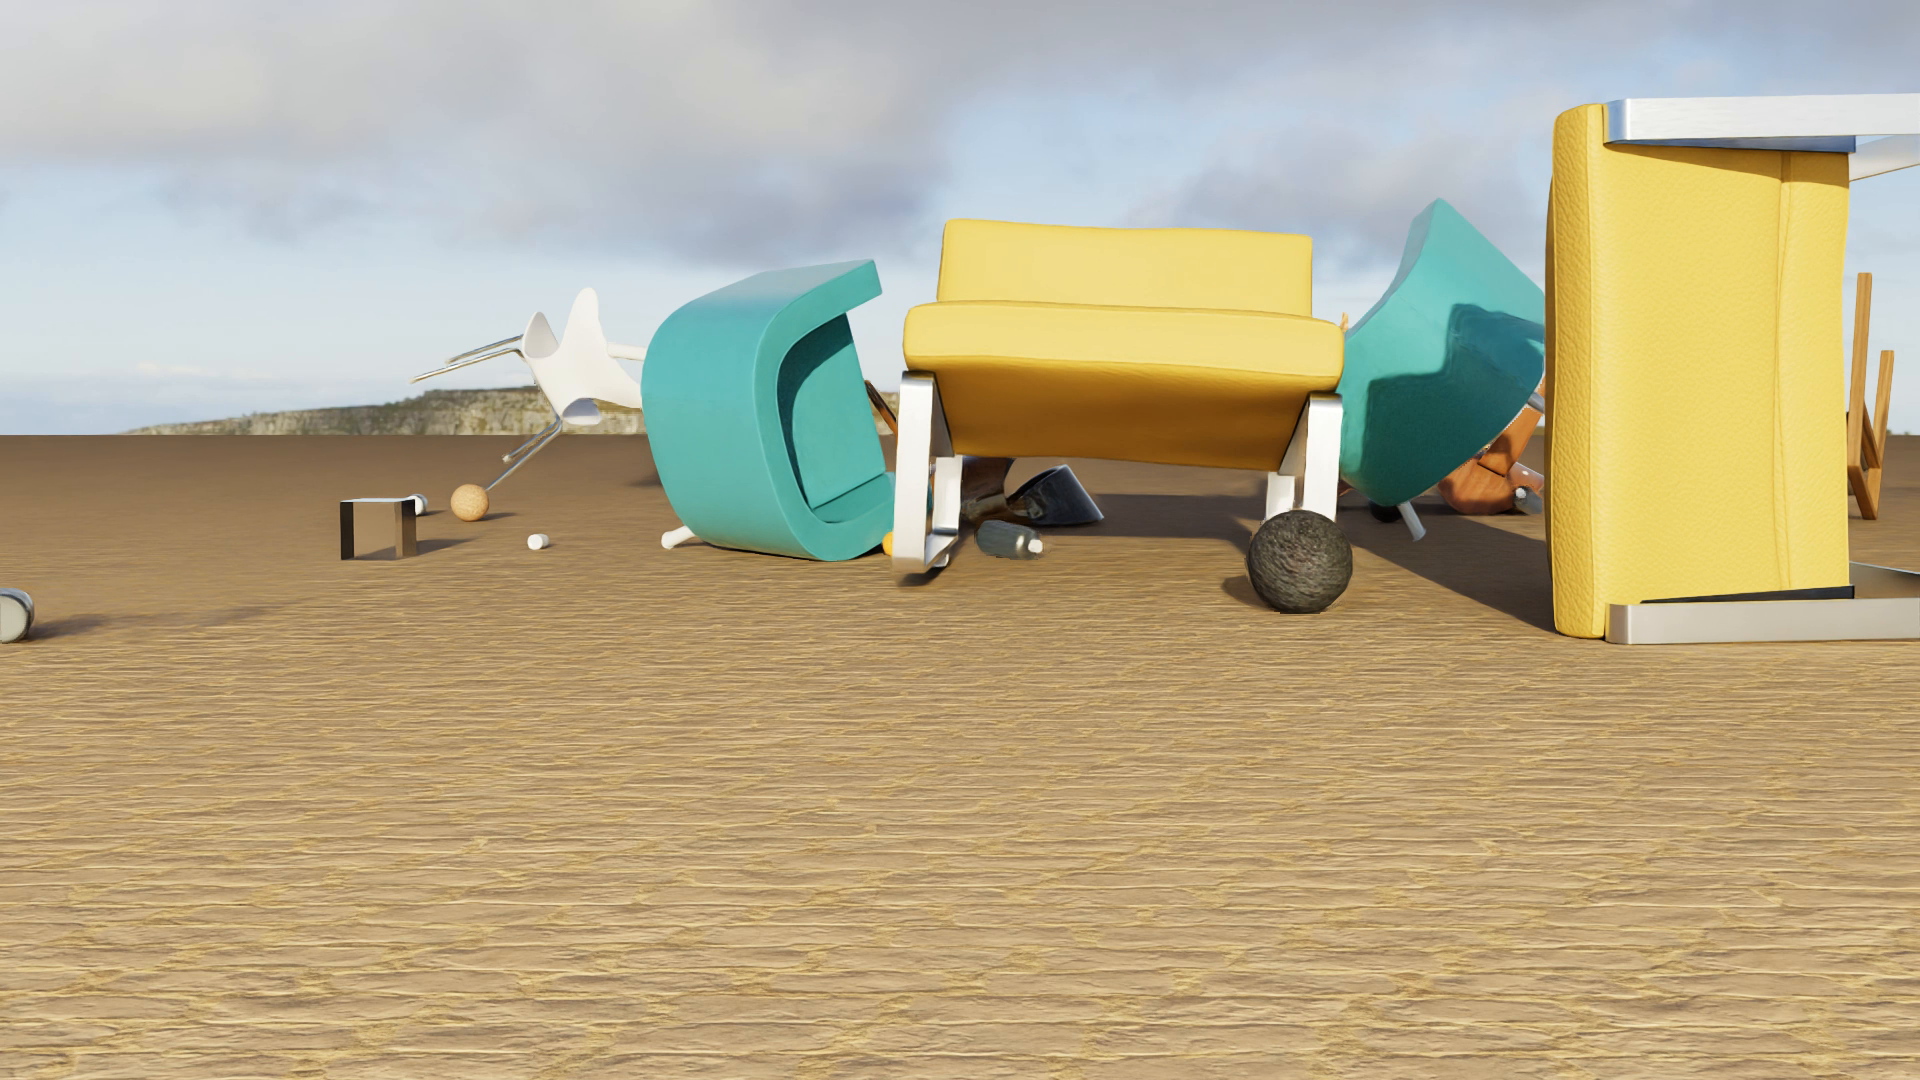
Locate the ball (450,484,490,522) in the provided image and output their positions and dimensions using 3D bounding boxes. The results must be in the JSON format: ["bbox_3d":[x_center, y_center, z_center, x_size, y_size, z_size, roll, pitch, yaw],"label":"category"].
[{"bbox_3d":[-1.659,-0.126,7.449,0.128,0.128,0.128,0,4,0],"label":"ball"}]

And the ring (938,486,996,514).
[{"bbox_3d":[0.026,-0.148,8.045,0.206,0.093,0.313,-2,4,-8],"label":"ring"}]

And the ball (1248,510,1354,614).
[{"bbox_3d":[0.678,0.044,4.383,0.209,0.209,0.209,0,4,0],"label":"ball"}]

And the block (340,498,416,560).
[{"bbox_3d":[-1.543,-0.029,5.838,0.149,0.155,0.158,0,4,5],"label":"block"}]

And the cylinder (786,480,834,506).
[{"bbox_3d":[-0.577,-0.182,8.493,0.159,0.087,0.129,-16,3,13],"label":"cylinder"}]

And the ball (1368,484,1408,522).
[{"bbox_3d":[1.437,-0.123,7.384,0.130,0.130,0.130,0,4,0],"label":"ball"}]
